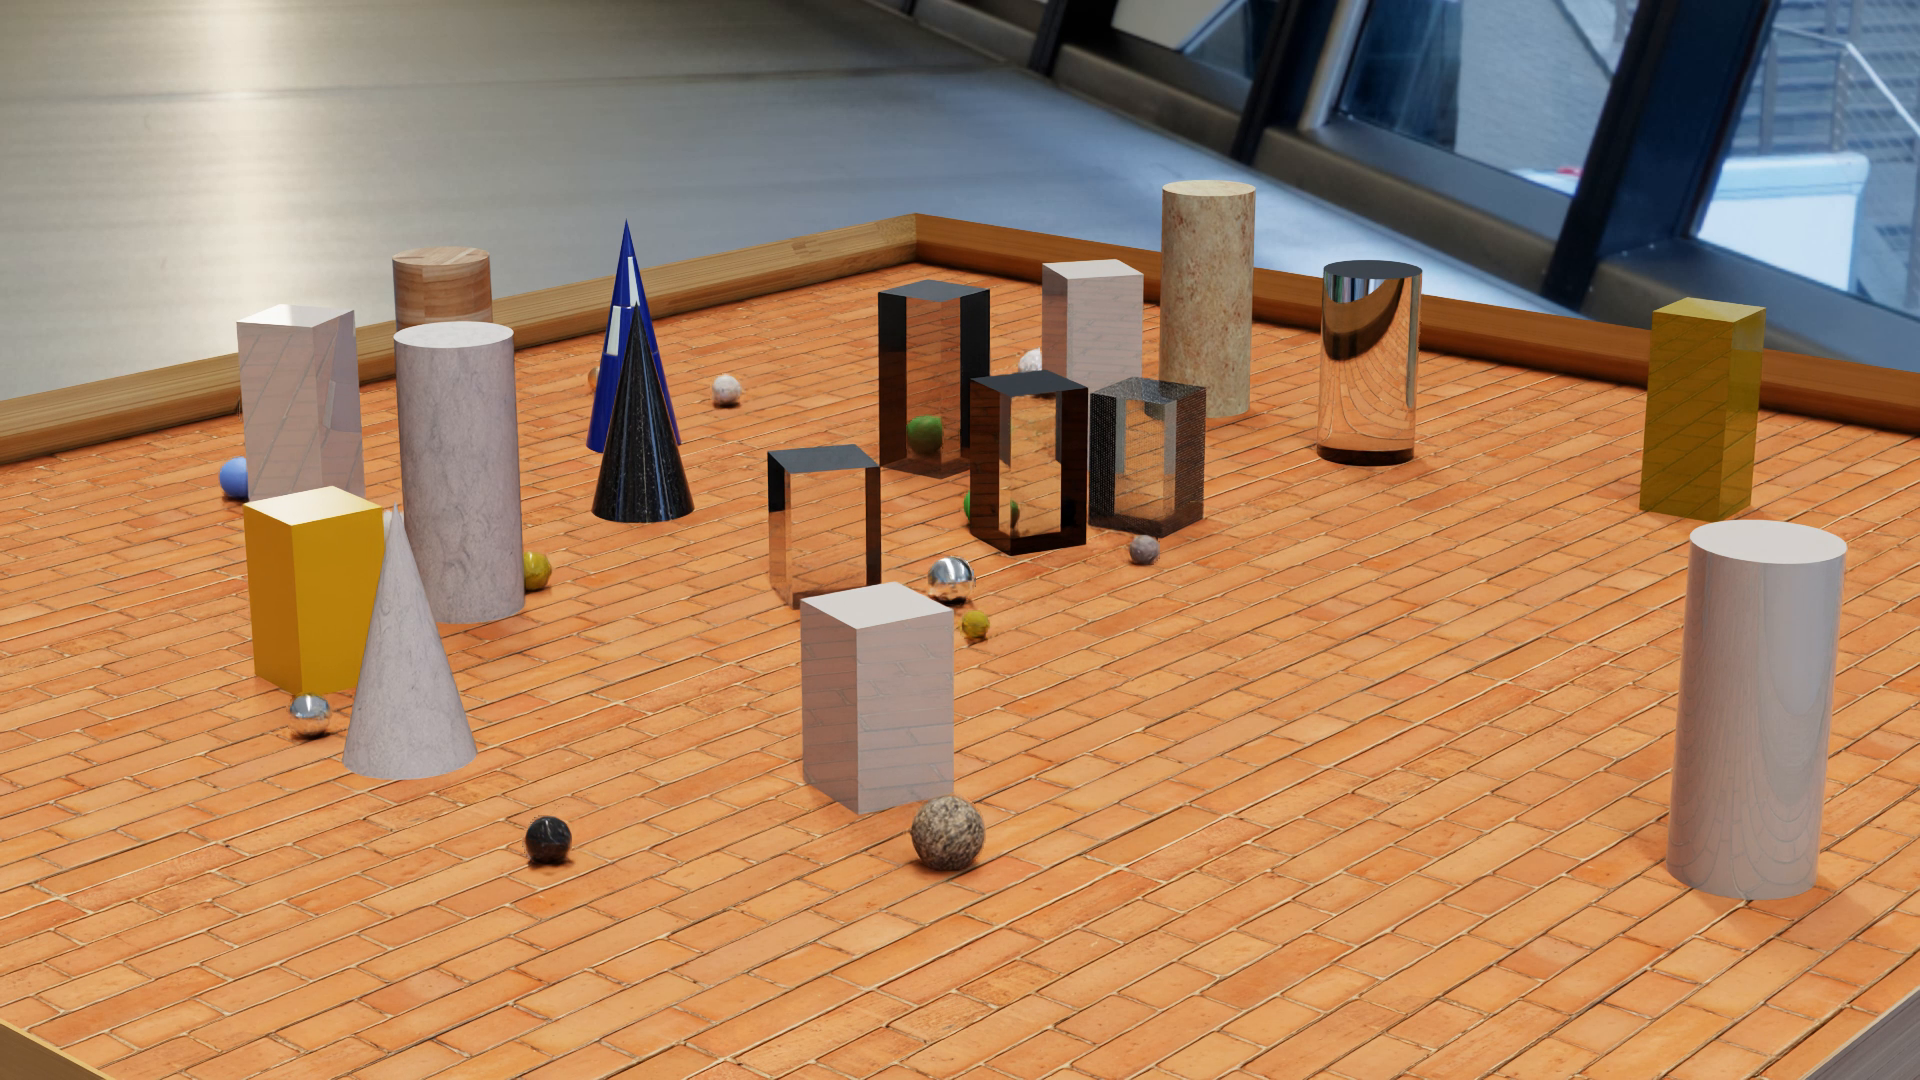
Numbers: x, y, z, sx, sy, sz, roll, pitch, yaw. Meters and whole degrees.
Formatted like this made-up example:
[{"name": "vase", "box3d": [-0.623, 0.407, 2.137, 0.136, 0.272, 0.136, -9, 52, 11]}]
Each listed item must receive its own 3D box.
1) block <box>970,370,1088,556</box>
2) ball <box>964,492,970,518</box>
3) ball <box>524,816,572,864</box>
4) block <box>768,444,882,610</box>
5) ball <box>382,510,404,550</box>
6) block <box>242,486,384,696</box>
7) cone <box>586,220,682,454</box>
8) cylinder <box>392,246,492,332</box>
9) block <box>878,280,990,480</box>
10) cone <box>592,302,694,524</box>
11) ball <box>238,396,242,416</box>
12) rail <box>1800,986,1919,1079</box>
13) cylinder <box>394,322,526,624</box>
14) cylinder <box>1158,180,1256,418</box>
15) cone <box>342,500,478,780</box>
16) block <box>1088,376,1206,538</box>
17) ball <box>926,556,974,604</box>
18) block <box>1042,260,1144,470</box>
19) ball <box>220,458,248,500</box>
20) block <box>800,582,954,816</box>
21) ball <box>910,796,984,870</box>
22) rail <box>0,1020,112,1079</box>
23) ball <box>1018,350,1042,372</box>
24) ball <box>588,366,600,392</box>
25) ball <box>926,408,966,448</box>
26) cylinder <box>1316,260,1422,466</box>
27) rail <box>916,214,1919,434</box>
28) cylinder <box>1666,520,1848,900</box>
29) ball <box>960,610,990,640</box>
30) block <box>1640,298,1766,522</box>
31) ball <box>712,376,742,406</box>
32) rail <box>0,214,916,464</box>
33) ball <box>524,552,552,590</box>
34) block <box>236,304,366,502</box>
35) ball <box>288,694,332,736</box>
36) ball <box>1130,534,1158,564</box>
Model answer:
[{"name": "block", "box3d": [0.126, -0.144, 5.417, 0.160, 0.299, 0.160, -8, 19, -26]}, {"name": "ball", "box3d": [0.045, -0.065, 5.541, 0.076, 0.076, 0.076, 0, 17, 0]}, {"name": "ball", "box3d": [-0.560, 0.408, 3.989, 0.065, 0.065, 0.065, 0, 17, 0]}, {"name": "block", "box3d": [-0.237, -0.024, 5.115, 0.160, 0.244, 0.160, -5, 18, -17]}, {"name": "ball", "box3d": [-1.020, -0.006, 5.306, 0.097, 0.097, 0.097, 0, 17, 0]}, {"name": "block", "box3d": [-1.026, 0.082, 4.686, 0.160, 0.287, 0.160, -14, 22, -38]}, {"name": "cone", "box3d": [-0.682, -0.431, 6.061, 0.200, 0.476, 0.200, 0, 17, 0]}, {"name": "cylinder", "box3d": [-1.075, -0.404, 6.129, 0.200, 0.386, 0.200, 0, 17, 0]}, {"name": "block", "box3d": [-0.052, -0.326, 5.912, 0.160, 0.361, 0.160, 13, 21, 36]}, {"name": "cone", "box3d": [-0.612, -0.258, 5.598, 0.200, 0.412, 0.200, 0, 17, 0]}, {"name": "ball", "box3d": [-1.504, -0.286, 6.269, 0.079, 0.079, 0.079, 0, 17, 0]}, {"name": "rail", "box3d": [1.522, 0.414, 3.854, 0.045, 0.130, 4.327, 14, 22, 39]}, {"name": "cylinder", "box3d": [-0.853, -0.116, 5.009, 0.200, 0.481, 0.200, 0, 17, 0]}, {"name": "cylinder", "box3d": [0.534, -0.524, 6.357, 0.200, 0.483, 0.200, 0, 17, 0]}, {"name": "cone", "box3d": [-0.823, 0.132, 4.329, 0.200, 0.398, 0.200, 0, 17, 0]}, {"name": "block", "box3d": [0.354, -0.158, 5.533, 0.160, 0.258, 0.160, 11, 20, 32]}, {"name": "ball", "box3d": [-0.017, 0.070, 5.085, 0.081, 0.081, 0.081, 0, 17, 0]}, {"name": "block", "box3d": [0.266, -0.355, 5.946, 0.160, 0.397, 0.160, -5, 17, -16]}, {"name": "ball", "box3d": [-1.401, -0.120, 5.714, 0.082, 0.082, 0.082, 0, 17, 0]}, {"name": "block", "box3d": [-0.119, 0.225, 4.225, 0.160, 0.278, 0.160, -10, 20, -31]}, {"name": "ball", "box3d": [-0.017, 0.396, 3.968, 0.100, 0.100, 0.100, 0, 17, 0]}, {"name": "rail", "box3d": [-1.403, 0.498, 3.572, 4.079, 0.130, 0.045, 14, 22, 39]}, {"name": "ball", "box3d": [0.174, -0.382, 6.567, 0.090, 0.090, 0.090, 0, 17, 0]}, {"name": "ball", "box3d": [-0.799, -0.358, 6.537, 0.062, 0.062, 0.062, 0, 17, 0]}, {"name": "ball", "box3d": [-0.029, -0.233, 6.084, 0.084, 0.084, 0.084, 0, 17, 0]}, {"name": "cylinder", "box3d": [0.836, -0.362, 5.990, 0.200, 0.387, 0.200, 0, 17, 0]}, {"name": "rail", "box3d": [1.403, -0.433, 6.667, 4.079, 0.130, 0.045, 14, 22, 39]}, {"name": "cylinder", "box3d": [1.057, 0.224, 3.904, 0.200, 0.466, 0.200, 0, 17, 0]}, {"name": "ball", "box3d": [0.025, 0.141, 4.902, 0.048, 0.048, 0.048, 0, 17, 0]}, {"name": "block", "box3d": [1.420, -0.250, 5.610, 0.160, 0.390, 0.160, 12, 21, 35]}, {"name": "ball", "box3d": [-0.512, -0.329, 6.434, 0.065, 0.065, 0.065, 0, 17, 0]}, {"name": "rail", "box3d": [-1.522, -0.349, 6.385, 0.045, 0.130, 4.327, 14, 22, 39]}, {"name": "ball", "box3d": [-0.752, 0.054, 5.156, 0.069, 0.069, 0.069, 0, 17, 0]}, {"name": "block", "box3d": [-1.251, -0.238, 5.577, 0.160, 0.386, 0.160, 5, 18, 17]}, {"name": "ball", "box3d": [-0.989, 0.266, 4.458, 0.066, 0.066, 0.066, 0, 17, 0]}, {"name": "ball", "box3d": [0.333, 0.017, 5.306, 0.054, 0.054, 0.054, 0, 17, 0]}]
